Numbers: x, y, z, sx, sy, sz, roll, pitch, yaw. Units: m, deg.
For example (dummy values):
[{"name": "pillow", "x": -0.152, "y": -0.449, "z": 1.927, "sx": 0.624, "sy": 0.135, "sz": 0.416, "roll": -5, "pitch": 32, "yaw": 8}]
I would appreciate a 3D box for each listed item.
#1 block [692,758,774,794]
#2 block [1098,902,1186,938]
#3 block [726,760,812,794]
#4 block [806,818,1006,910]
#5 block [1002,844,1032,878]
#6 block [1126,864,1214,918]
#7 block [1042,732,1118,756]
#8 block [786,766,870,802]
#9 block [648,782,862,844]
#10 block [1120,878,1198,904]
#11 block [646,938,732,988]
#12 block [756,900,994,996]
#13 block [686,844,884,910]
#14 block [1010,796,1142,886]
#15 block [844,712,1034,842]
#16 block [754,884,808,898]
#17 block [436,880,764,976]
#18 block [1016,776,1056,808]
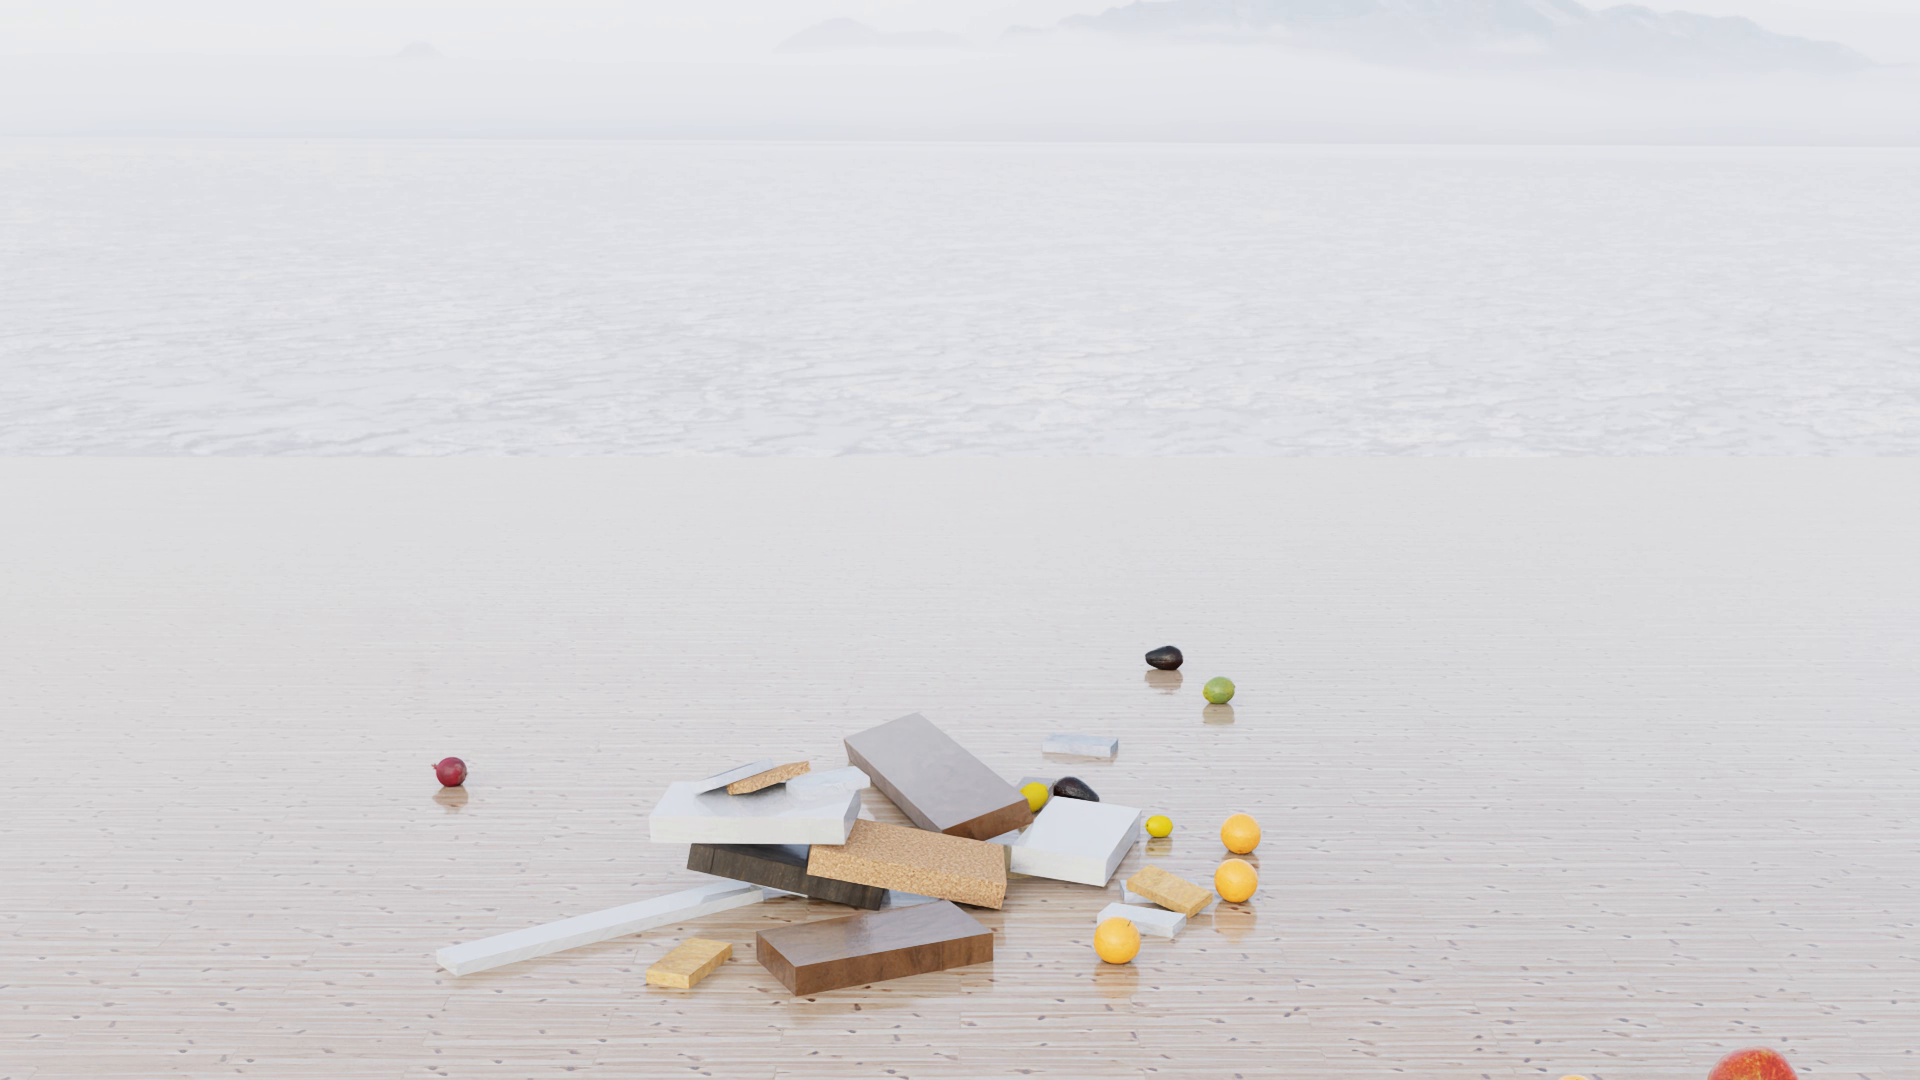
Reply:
[{"name": "block", "x": -0.381, "y": 0.396, "z": 3.689, "sx": 0.064, "sy": 0.018, "sz": 0.129, "roll": -19, "pitch": -3, "yaw": 43}, {"name": "block", "x": 0.291, "y": 0.608, "z": 3.522, "sx": 0.128, "sy": 0.018, "sz": 0.064, "roll": 5, "pitch": 12, "yaw": 25}, {"name": "block", "x": -0.320, "y": 0.398, "z": 3.679, "sx": 0.129, "sy": 0.018, "sz": 0.064, "roll": -15, "pitch": 1, "yaw": -41}, {"name": "block", "x": -0.088, "y": 0.528, "z": 3.641, "sx": 0.321, "sy": 0.046, "sz": 0.161, "roll": 11, "pitch": 15, "yaw": -4}, {"name": "block", "x": 0.082, "y": 0.556, "z": 3.805, "sx": 0.063, "sy": 0.018, "sz": 0.126, "roll": -1, "pitch": 11, "yaw": -8}, {"name": "block", "x": 0.344, "y": 0.576, "z": 3.610, "sx": 0.128, "sy": 0.018, "sz": 0.064, "roll": 20, "pitch": 30, "yaw": 37}, {"name": "block", "x": 0.247, "y": 0.421, "z": 4.523, "sx": 0.143, "sy": 0.020, "sz": 0.072, "roll": 3, "pitch": 11, "yaw": 17}, {"name": "block", "x": -0.221, "y": 0.406, "z": 3.670, "sx": 0.126, "sy": 0.018, "sz": 0.063, "roll": -9, "pitch": 16, "yaw": -24}, {"name": "block", "x": -0.336, "y": 0.451, "z": 3.641, "sx": 0.321, "sy": 0.046, "sz": 0.161, "roll": -1, "pitch": 14, "yaw": 7}, {"name": "block", "x": 0.333, "y": 0.583, "z": 3.656, "sx": 0.128, "sy": 0.018, "sz": 0.064, "roll": -1, "pitch": 11, "yaw": -3}, {"name": "block", "x": -0.410, "y": 0.641, "z": 3.338, "sx": 0.072, "sy": 0.020, "sz": 0.143, "roll": 4, "pitch": 11, "yaw": 21}, {"name": "block", "x": -0.131, "y": 0.622, "z": 3.369, "sx": 0.325, "sy": 0.046, "sz": 0.162, "roll": -5, "pitch": 12, "yaw": -25}, {"name": "block", "x": -0.280, "y": 0.530, "z": 3.661, "sx": 0.321, "sy": 0.046, "sz": 0.161, "roll": 12, "pitch": 15, "yaw": 0}, {"name": "block", "x": 0.207, "y": 0.523, "z": 3.845, "sx": 0.162, "sy": 0.046, "sz": 0.325, "roll": 7, "pitch": 10, "yaw": 14}, {"name": "block", "x": -0.053, "y": 0.447, "z": 4.142, "sx": 0.162, "sy": 0.046, "sz": 0.693, "roll": -19, "pitch": 13, "yaw": -14}, {"name": "block", "x": -0.299, "y": 0.570, "z": 3.670, "sx": 0.098, "sy": 0.014, "sz": 0.049, "roll": 14, "pitch": 14, "yaw": -2}, {"name": "block", "x": -0.563, "y": 0.611, "z": 3.498, "sx": 0.545, "sy": 0.020, "sz": 0.072, "roll": -8, "pitch": 13, "yaw": -37}, {"name": "block", "x": 0.139, "y": 0.481, "z": 4.206, "sx": 0.064, "sy": 0.018, "sz": 0.129, "roll": 3, "pitch": 11, "yaw": 14}]
